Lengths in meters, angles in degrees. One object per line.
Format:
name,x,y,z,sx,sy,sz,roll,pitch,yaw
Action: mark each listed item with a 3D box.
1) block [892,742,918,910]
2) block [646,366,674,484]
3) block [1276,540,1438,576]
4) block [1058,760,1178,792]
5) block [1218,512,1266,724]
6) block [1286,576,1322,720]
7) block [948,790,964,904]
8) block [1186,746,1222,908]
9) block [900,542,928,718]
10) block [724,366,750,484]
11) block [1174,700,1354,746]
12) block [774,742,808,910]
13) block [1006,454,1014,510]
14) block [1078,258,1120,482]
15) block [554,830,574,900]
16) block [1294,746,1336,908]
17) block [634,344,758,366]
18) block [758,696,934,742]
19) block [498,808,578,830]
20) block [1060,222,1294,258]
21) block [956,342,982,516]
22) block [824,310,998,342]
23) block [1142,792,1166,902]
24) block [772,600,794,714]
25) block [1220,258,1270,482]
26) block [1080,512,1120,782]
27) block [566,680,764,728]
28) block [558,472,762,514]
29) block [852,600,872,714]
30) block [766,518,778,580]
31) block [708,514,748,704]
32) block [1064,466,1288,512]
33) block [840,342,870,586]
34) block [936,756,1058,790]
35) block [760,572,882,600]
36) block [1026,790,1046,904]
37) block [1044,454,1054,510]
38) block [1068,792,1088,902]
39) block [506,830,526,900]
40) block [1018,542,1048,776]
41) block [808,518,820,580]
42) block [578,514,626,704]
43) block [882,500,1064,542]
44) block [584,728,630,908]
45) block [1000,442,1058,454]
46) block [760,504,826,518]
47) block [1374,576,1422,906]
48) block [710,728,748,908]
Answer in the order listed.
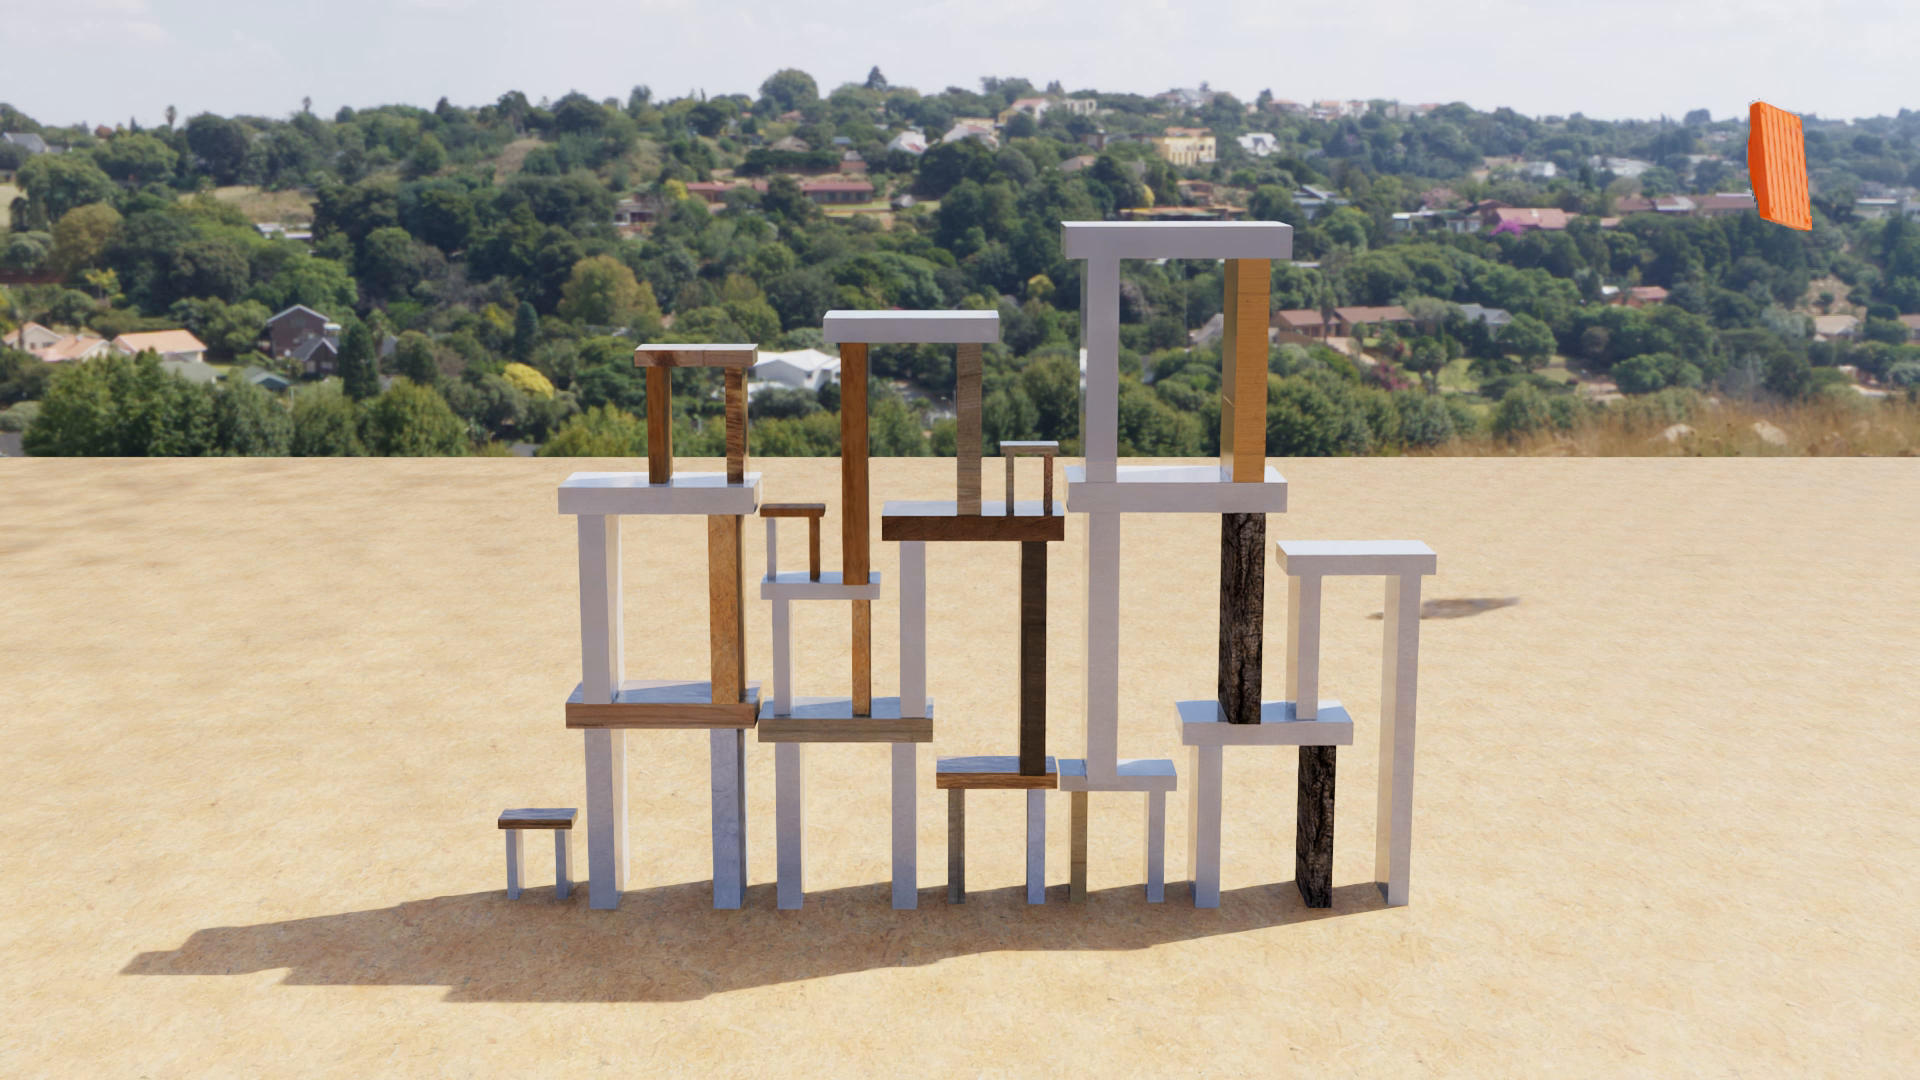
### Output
block,-0.091,0.452,3.639,0.040,0.282,0.141,0,11,0
block,-0.481,-0.190,3.526,0.026,0.186,0.093,0,11,0
block,0.640,0.029,3.566,0.239,0.034,0.120,0,11,-1
block,0.259,0.389,3.635,0.191,0.027,0.095,0,11,0
block,0.458,0.111,3.583,0.049,0.345,0.172,0,11,0
block,0.560,0.163,3.591,0.034,0.239,0.120,0,11,0
block,-0.006,0.494,3.649,0.028,0.197,0.099,0,11,0
block,0.405,0.455,3.644,0.039,0.275,0.138,0,11,0
block,-0.076,0.131,3.585,0.041,0.290,0.145,0,11,0
block,-0.357,-0.190,3.526,0.026,0.186,0.093,0,11,0
block,0.497,0.300,3.615,0.275,0.039,0.138,0,11,0
block,-0.278,0.452,3.639,0.040,0.282,0.141,0,11,0
block,0.080,-0.096,3.537,0.013,0.093,0.046,0,11,0
block,0.221,-0.278,3.510,0.049,0.349,0.175,0,11,0
block,-0.659,0.530,3.659,0.017,0.122,0.061,0,11,0
block,0.589,0.455,3.644,0.039,0.275,0.138,0,11,0
block,-0.419,-0.294,3.507,0.186,0.026,0.093,0,11,0
block,-0.185,0.294,3.609,0.282,0.040,0.141,0,11,0
block,-0.699,0.462,3.646,0.121,0.017,0.061,0,11,0
block,0.338,-0.474,3.474,0.349,0.049,0.175,0,11,0
block,0.015,-0.186,3.525,0.039,0.274,0.137,0,11,0
block,-0.076,-0.340,3.496,0.274,0.039,0.137,0,11,0
block,0.322,0.495,3.656,0.027,0.191,0.095,0,11,0
block,-0.288,0.181,3.590,0.027,0.191,0.095,0,11,0
block,0.454,-0.278,3.511,0.049,0.349,0.175,0,11,0
block,0.228,0.159,3.591,0.049,0.441,0.172,0,11,0
block,-0.483,0.269,3.612,0.304,0.043,0.152,0,11,0
block,-0.479,-0.076,3.541,0.309,0.044,0.154,0,11,0
block,-0.161,0.181,3.590,0.027,0.191,0.095,0,11,0
block,-0.304,0.009,3.560,0.015,0.103,0.051,0,10,0
block,-0.376,0.098,3.573,0.044,0.309,0.154,0,11,0
block,0.343,-0.083,3.547,0.345,0.049,0.172,0,11,0
block,-0.168,-0.130,3.534,0.039,0.387,0.137,0,11,-1
block,0.060,0.383,3.628,0.197,0.028,0.099,0,11,0
block,-0.224,0.074,3.569,0.191,0.027,0.095,0,11,0
block,0.126,0.494,3.649,0.028,0.197,0.099,0,11,0
block,0.142,-0.096,3.537,0.013,0.093,0.046,0,11,0
block,0.195,0.495,3.656,0.027,0.191,0.095,0,11,0
block,-0.740,0.530,3.659,0.017,0.121,0.061,0,11,0
block,0.118,0.179,3.593,0.041,0.386,0.145,0,11,0
block,-0.235,0.009,3.560,0.015,0.103,0.051,0,10,0
block,-0.582,0.098,3.573,0.044,0.309,0.154,0,11,0
block,0.021,-0.032,3.555,0.290,0.041,0.145,0,11,0
block,-0.584,0.440,3.644,0.043,0.304,0.152,0,11,0
block,0.111,-0.149,3.529,0.093,0.013,0.046,0,11,0
block,-0.270,-0.048,3.548,0.103,0.015,0.051,0,10,0
block,0.720,0.317,3.621,0.034,0.554,0.120,0,11,0
block,-0.381,0.440,3.644,0.043,0.304,0.152,0,11,0
